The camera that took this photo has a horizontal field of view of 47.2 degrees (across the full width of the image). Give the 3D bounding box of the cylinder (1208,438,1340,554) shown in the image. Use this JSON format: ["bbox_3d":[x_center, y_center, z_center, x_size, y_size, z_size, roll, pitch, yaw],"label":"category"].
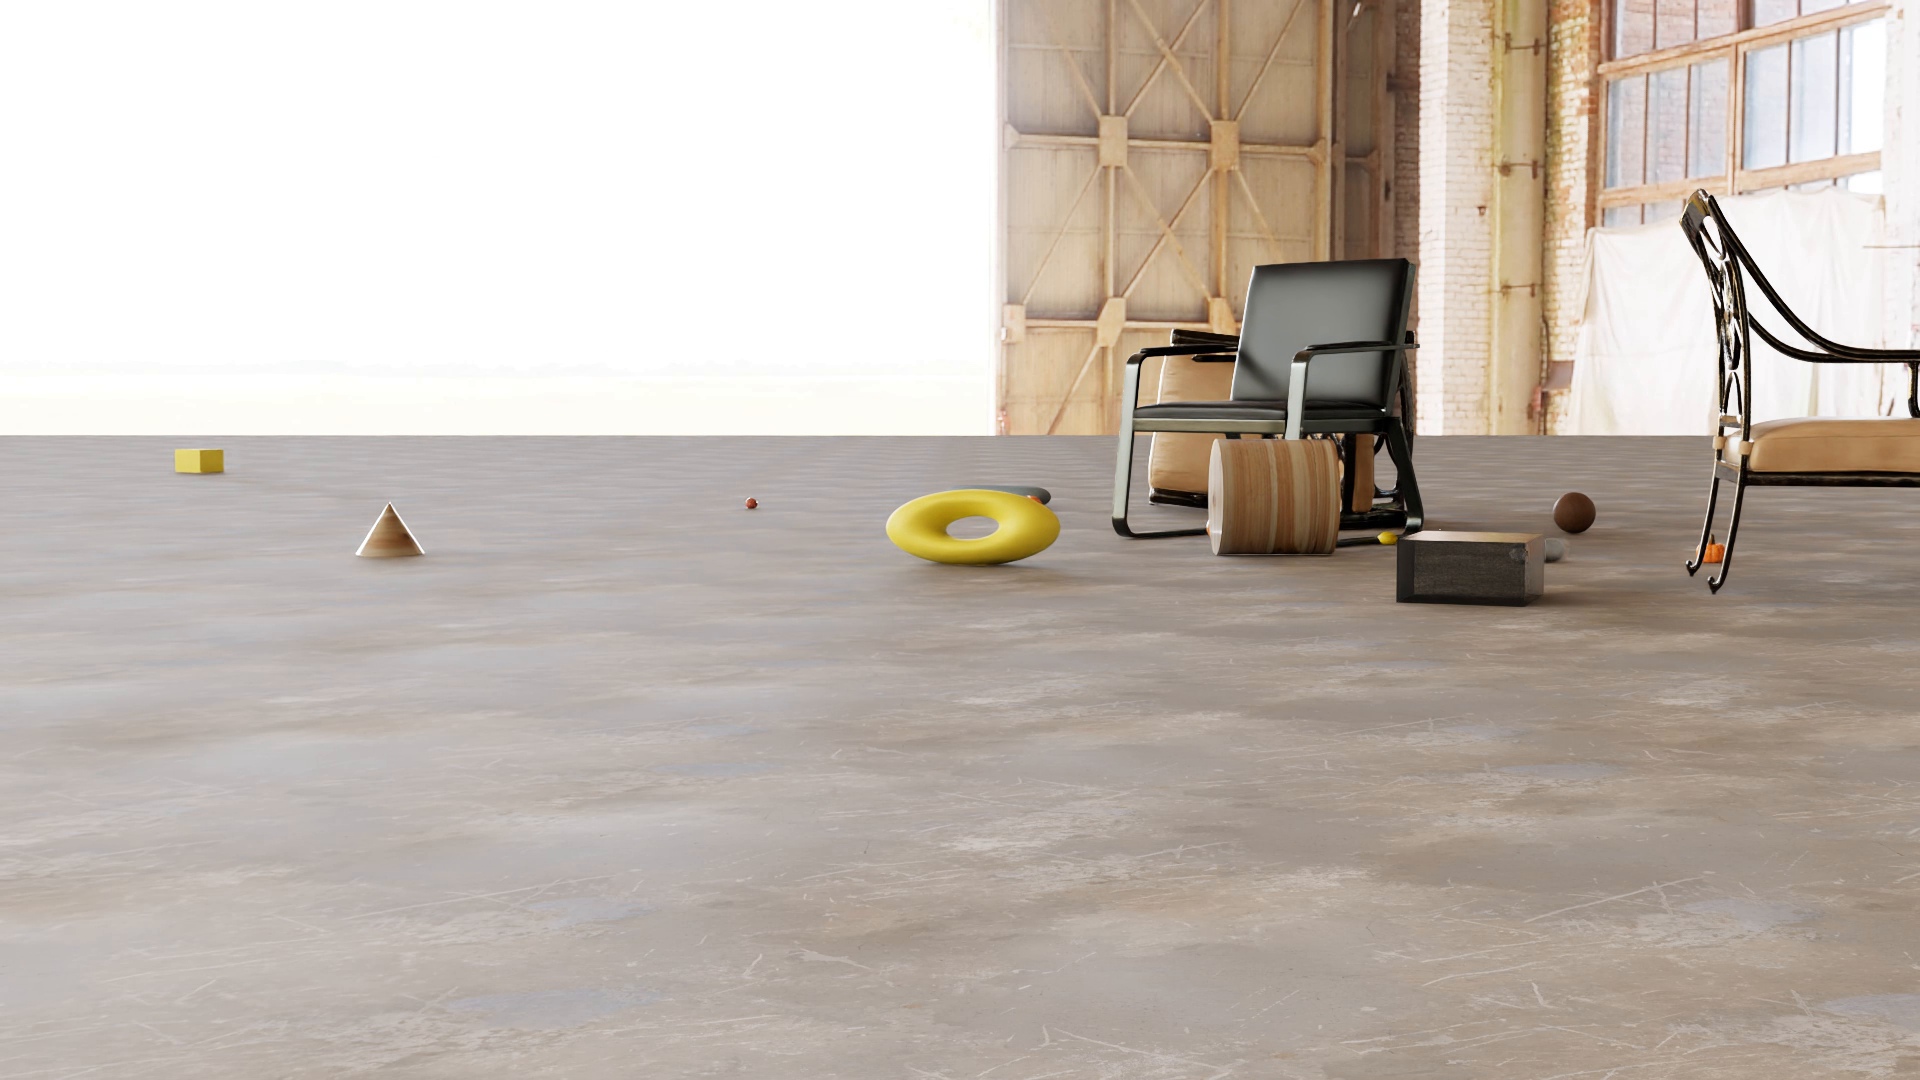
[{"bbox_3d":[0.847,-0.116,5.952,0.312,0.314,0.273,0,2,-2],"label":"cylinder"}]

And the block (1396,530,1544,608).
[{"bbox_3d":[1.098,0.059,4.716,0.264,0.133,0.302,2,4,22],"label":"block"}]

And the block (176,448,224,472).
[{"bbox_3d":[-4.133,-0.432,11.953,0.202,0.121,0.157,3,5,33],"label":"block"}]

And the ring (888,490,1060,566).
[{"bbox_3d":[0.032,-0.031,5.622,0.465,0.194,0.159,-1,-9,20],"label":"ring"}]

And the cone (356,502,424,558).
[{"bbox_3d":[-1.555,-0.033,5.996,0.182,0.141,0.271,-1,4,-10],"label":"cone"}]

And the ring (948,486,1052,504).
[{"bbox_3d":[0.142,-0.169,8.455,0.483,0.078,0.200,2,4,36],"label":"ring"}]
